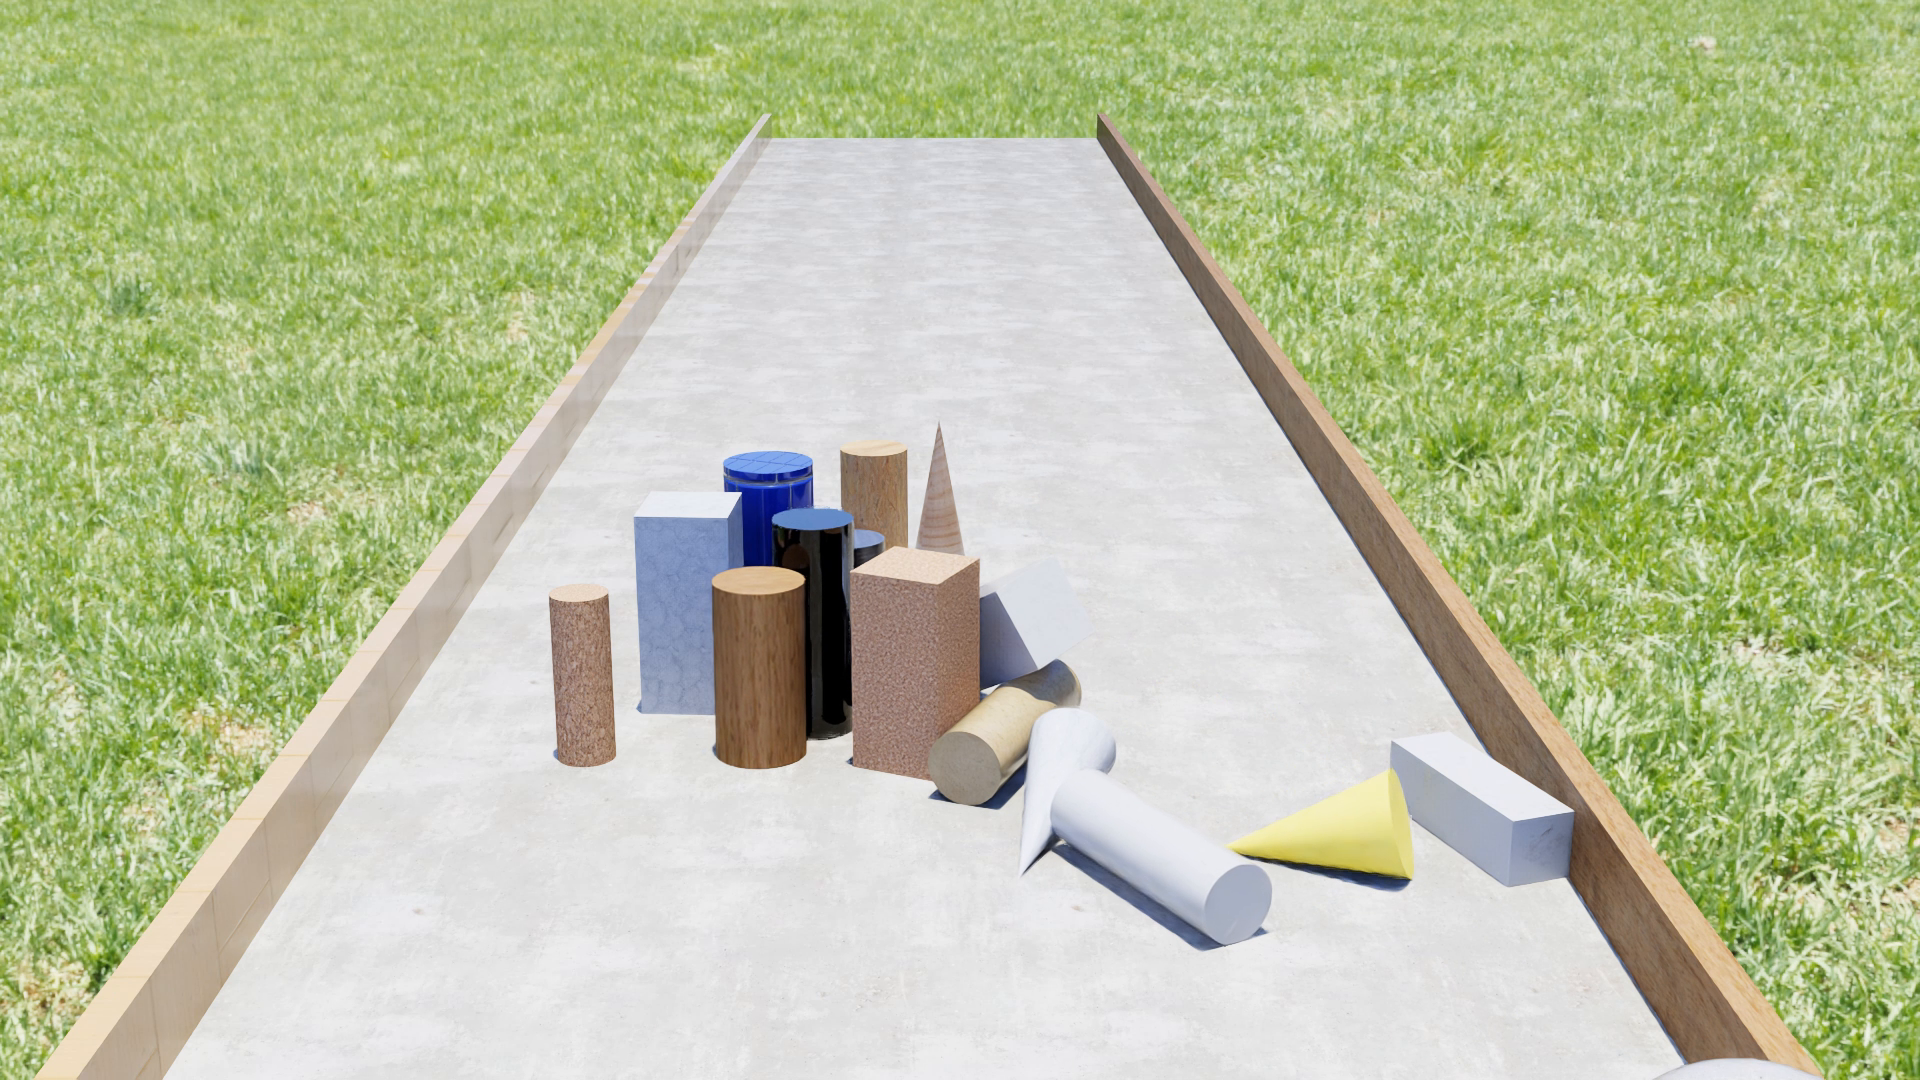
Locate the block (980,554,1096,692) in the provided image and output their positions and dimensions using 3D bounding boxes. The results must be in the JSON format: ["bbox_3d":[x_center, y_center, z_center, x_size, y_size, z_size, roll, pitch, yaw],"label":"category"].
[{"bbox_3d":[0.051,0.174,4.039,0.157,0.157,0.368,-31,4,-38],"label":"block"}]

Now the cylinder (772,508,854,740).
[{"bbox_3d":[-0.267,0.152,4.015,0.149,0.398,0.149,0,16,0],"label":"cylinder"}]

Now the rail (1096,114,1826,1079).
[{"bbox_3d":[0.932,-0.844,7.801,0.050,0.150,12.000,0,17,-1],"label":"rail"}]

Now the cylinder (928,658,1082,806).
[{"bbox_3d":[0.085,0.331,3.880,0.133,0.133,0.406,7,18,21],"label":"cylinder"}]

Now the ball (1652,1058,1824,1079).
[{"bbox_3d":[0.787,0.692,2.192,0.342,0.342,0.342,0,17,0],"label":"ball"}]

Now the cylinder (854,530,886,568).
[{"bbox_3d":[-0.207,0.151,4.153,0.141,0.317,0.141,-1,15,0],"label":"cylinder"}]

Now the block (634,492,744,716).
[{"bbox_3d":[-0.506,0.118,4.151,0.173,0.386,0.173,1,17,3],"label":"block"}]

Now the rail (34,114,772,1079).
[{"bbox_3d":[-1.118,-0.838,7.780,0.050,0.150,12.000,0,17,-1],"label":"rail"}]

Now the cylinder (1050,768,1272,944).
[{"bbox_3d":[0.303,0.481,3.387,0.126,0.126,0.415,-9,19,-29],"label":"cylinder"}]

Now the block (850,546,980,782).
[{"bbox_3d":[-0.077,0.216,3.867,0.168,0.361,0.168,8,18,24],"label":"block"}]

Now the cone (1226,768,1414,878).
[{"bbox_3d":[0.550,0.472,3.494,0.305,0.172,0.172,-11,12,19],"label":"cone"}]

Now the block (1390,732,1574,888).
[{"bbox_3d":[0.841,0.432,3.576,0.112,0.112,0.359,-6,18,-19],"label":"block"}]

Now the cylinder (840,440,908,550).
[{"bbox_3d":[-0.179,-0.011,4.605,0.139,0.375,0.139,0,17,0],"label":"cylinder"}]

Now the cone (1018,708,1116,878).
[{"bbox_3d":[0.141,0.443,3.604,0.154,0.154,0.392,5,28,15],"label":"cone"}]

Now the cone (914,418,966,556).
[{"bbox_3d":[-0.046,-0.093,4.899,0.134,0.365,0.134,0,17,0],"label":"cone"}]

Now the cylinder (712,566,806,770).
[{"bbox_3d":[-0.355,0.225,3.900,0.163,0.323,0.163,1,17,0],"label":"cylinder"}]

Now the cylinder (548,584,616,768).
[{"bbox_3d":[-0.666,0.239,3.883,0.103,0.308,0.103,0,17,0],"label":"cylinder"}]

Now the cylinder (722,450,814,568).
[{"bbox_3d":[-0.375,0.046,4.350,0.176,0.413,0.176,0,17,0],"label":"cylinder"}]
